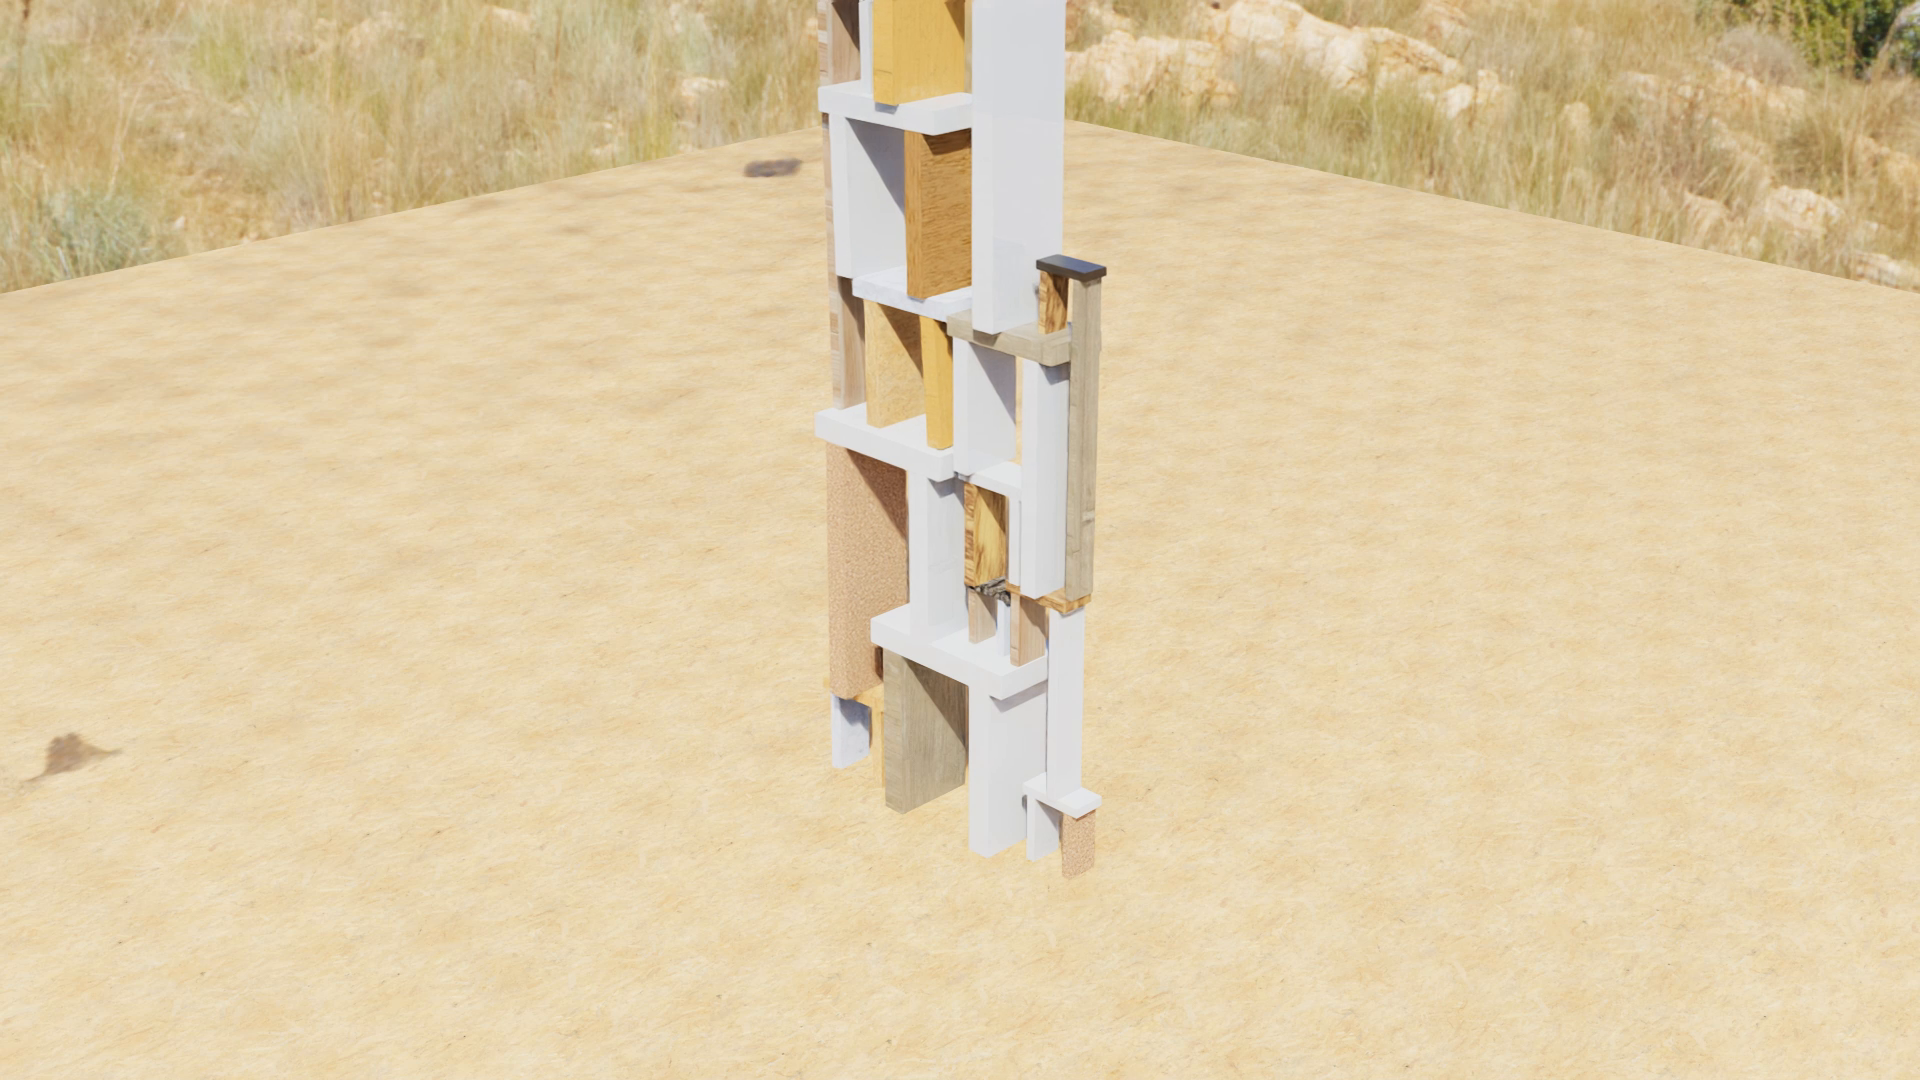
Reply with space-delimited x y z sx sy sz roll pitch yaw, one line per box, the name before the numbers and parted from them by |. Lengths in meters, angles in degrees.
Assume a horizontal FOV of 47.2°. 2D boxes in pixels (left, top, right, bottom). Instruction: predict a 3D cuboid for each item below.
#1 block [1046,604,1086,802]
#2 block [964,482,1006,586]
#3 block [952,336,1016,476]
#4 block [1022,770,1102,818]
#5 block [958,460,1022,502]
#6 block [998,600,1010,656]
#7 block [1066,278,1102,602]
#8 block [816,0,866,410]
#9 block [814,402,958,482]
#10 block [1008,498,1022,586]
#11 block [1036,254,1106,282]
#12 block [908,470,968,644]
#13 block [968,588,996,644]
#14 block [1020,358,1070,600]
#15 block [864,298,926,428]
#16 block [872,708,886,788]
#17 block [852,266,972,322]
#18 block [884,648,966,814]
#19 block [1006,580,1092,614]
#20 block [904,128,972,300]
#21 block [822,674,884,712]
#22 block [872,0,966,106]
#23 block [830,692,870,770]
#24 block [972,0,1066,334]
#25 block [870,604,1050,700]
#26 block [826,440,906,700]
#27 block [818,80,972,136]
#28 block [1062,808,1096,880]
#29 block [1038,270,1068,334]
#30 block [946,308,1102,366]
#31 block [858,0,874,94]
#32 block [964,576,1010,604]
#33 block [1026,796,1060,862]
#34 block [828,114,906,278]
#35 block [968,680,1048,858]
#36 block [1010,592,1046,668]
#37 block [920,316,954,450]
block | 0.199 0.301 4.131 0.021 0.397 0.074 21 31 41
block | 0.047 -0.022 4.160 0.085 0.209 0.024 -21 31 -40
block | 0.046 -0.262 4.063 0.037 0.259 0.130 21 31 40
block | 0.195 0.488 4.222 0.141 0.020 0.071 21 31 41
block | 0.087 -0.114 4.077 0.171 0.024 0.085 21 31 41
block | 0.097 0.159 4.188 0.016 0.115 0.058 21 31 40
block | 0.219 -0.176 3.917 0.057 0.605 0.016 -21 31 -40
block | -0.217 -0.642 4.184 0.085 0.804 0.024 -21 30 -40
block | -0.100 -0.201 4.240 0.345 0.049 0.172 21 31 40
block | 0.129 -0.008 4.077 0.024 0.171 0.086 21 31 40
block | 0.193 -0.473 3.820 0.057 0.016 0.114 -21 31 -40
block | -0.018 0.011 4.243 0.049 0.345 0.172 21 31 40
block | 0.043 0.138 4.238 0.016 0.115 0.058 21 31 40
block | 0.170 -0.124 3.988 0.130 0.454 0.037 -21 31 -41
block | -0.123 -0.351 4.207 0.036 0.251 0.126 21 31 41
block | -0.140 0.415 4.552 0.025 0.180 0.090 20 30 39
block | -0.070 -0.462 4.101 0.251 0.036 0.126 21 31 41
block | -0.071 0.359 4.454 0.051 0.359 0.180 21 31 41
block | 0.163 0.094 4.082 0.074 0.021 0.148 -21 31 -40
block | -0.029 -0.604 4.000 0.152 0.304 0.043 -21 30 -40
block | -0.187 0.305 4.549 0.180 0.025 0.090 18 29 37
block | -0.072 -0.964 3.891 0.178 0.356 0.050 -21 31 -40
block | -0.231 0.384 4.625 0.025 0.180 0.090 18 29 35
block | 0.101 -0.727 3.807 0.050 0.723 0.178 21 31 41
block | 0.014 0.204 4.296 0.359 0.051 0.180 21 31 41
block | -0.187 0.042 4.432 0.049 0.549 0.172 21 31 39
block | -0.100 -0.792 3.999 0.152 0.043 0.304 -21 30 -40
block | 0.229 0.576 4.223 0.071 0.141 0.020 -21 31 -41
block | 0.165 -0.424 3.872 0.057 0.114 0.016 -21 32 -40
block | 0.113 -0.372 3.943 0.259 0.037 0.130 21 31 41
block | -0.142 -0.903 3.989 0.085 0.170 0.024 -21 30 -40
block | 0.069 0.088 4.187 0.115 0.016 0.058 21 31 41
block | 0.162 0.550 4.284 0.020 0.141 0.071 21 31 41
block | -0.168 -0.657 4.131 0.152 0.304 0.043 -21 29 -40
block | 0.099 0.425 4.299 0.051 0.359 0.180 21 31 41
block | 0.129 0.159 4.147 0.021 0.148 0.074 21 31 40
block | -0.010 -0.307 4.103 0.036 0.251 0.126 16 28 42
